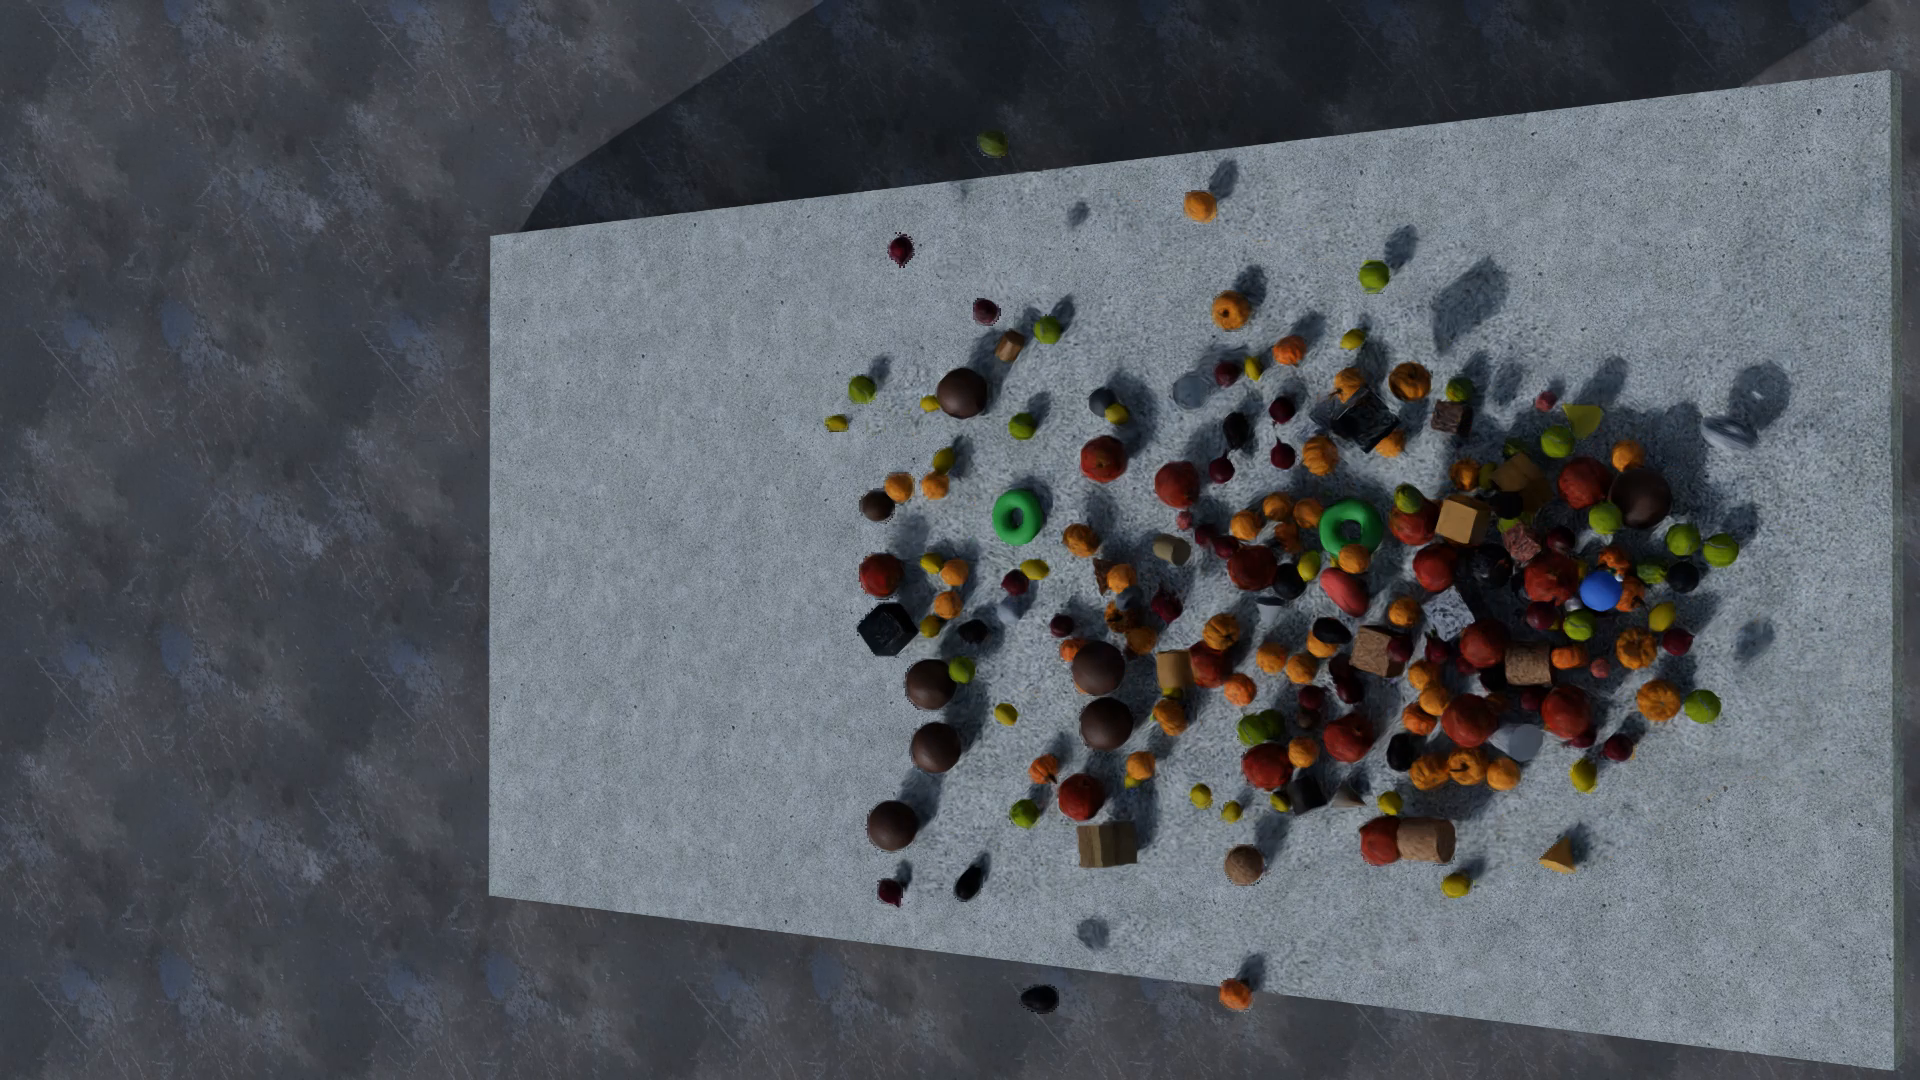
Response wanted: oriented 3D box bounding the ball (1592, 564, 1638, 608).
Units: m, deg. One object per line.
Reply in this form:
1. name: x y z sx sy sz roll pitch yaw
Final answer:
1. ball: 1.296 0.092 4.347 0.085 0.085 0.085 0 90 0

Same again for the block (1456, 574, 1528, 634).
1. block: 1.166 0.140 4.817 0.093 0.093 0.093 -49 66 25

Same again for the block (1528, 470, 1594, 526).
1. block: 1.285 -0.079 4.716 0.087 0.087 0.087 -20 53 -28

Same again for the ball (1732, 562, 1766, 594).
1. ball: 1.625 0.077 4.527 0.066 0.066 0.066 0 90 0

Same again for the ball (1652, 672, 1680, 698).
1. ball: 1.482 0.305 4.622 0.056 0.056 0.056 0 90 0

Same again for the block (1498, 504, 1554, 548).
1. block: 1.206 -0.029 4.681 0.080 0.080 0.080 1 79 -27

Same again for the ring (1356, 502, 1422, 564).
1. ring: 0.968 -0.016 4.960 0.146 0.049 0.146 -6 74 20

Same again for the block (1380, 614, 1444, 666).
1. block: 1.011 0.222 4.926 0.092 0.092 0.092 18 100 33

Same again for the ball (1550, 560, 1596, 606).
1. ball: 1.291 0.090 4.624 0.096 0.096 0.096 0 90 0

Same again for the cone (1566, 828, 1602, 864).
1. cone: 1.342 0.651 4.729 0.073 0.073 0.073 8 64 0

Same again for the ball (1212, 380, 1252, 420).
1. ball: 0.641 -0.330 5.187 0.092 0.092 0.092 0 90 0

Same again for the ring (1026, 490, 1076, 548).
1. ring: 0.228 -0.051 5.497 0.144 0.048 0.144 -1 88 36

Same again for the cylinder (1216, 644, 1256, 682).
1. cylinder: 0.607 0.271 4.844 0.077 0.077 0.077 1 78 -3

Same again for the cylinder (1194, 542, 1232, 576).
1. cylinder: 0.597 0.044 5.180 0.063 0.063 0.063 52 134 0

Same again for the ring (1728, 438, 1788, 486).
1. ring: 1.632 -0.160 4.494 0.121 0.040 0.121 1 48 -1

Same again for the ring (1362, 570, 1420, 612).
1. ring: 0.960 0.114 4.908 0.135 0.135 0.045 25 62 0

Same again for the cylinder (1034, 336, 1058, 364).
1. cylinder: 0.214 -0.474 5.480 0.058 0.058 0.058 -4 78 0

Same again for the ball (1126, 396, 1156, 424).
1. ball: 0.440 -0.315 5.339 0.070 0.070 0.070 0 90 0

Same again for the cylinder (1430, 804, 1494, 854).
1. cylinder: 1.102 0.635 4.830 0.095 0.095 0.095 -1 93 -28

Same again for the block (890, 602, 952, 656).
1. block: -0.100 0.228 5.693 0.096 0.096 0.096 -50 64 24

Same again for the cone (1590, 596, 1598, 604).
1. cone: 1.345 0.116 4.637 0.054 0.054 0.054 47 67 0

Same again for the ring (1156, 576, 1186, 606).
1. ring: 0.503 0.121 5.232 0.077 0.026 0.077 13 113 31

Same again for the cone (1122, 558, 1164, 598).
1. cone: 0.460 0.077 5.339 0.095 0.095 0.095 -43 90 -3

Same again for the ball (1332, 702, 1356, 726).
1. ball: 0.881 0.400 5.038 0.055 0.055 0.055 0 90 0

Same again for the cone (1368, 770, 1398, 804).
1. cone: 0.974 0.571 4.986 0.072 0.072 0.072 -32 100 0

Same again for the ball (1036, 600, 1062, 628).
1. ball: 0.222 0.183 5.488 0.068 0.068 0.068 0 90 0

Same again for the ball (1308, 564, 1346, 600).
1. ball: 0.842 0.097 5.049 0.084 0.084 0.084 0 90 0

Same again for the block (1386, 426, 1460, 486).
1. block: 1.006 -0.183 4.782 0.099 0.099 0.099 -5 111 -38

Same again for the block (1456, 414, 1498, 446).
1. block: 1.141 -0.243 4.847 0.064 0.064 0.064 2 87 -38

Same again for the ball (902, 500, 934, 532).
1. ball: -0.109 -0.064 5.708 0.084 0.084 0.084 0 90 0

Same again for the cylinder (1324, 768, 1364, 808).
1. cylinder: 0.878 0.565 5.025 0.075 0.075 0.075 -14 80 0

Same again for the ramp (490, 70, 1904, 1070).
1. ramp: 0.247 0.068 5.573 4.000 0.100 2.000 0 89 35

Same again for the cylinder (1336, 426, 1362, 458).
1. cylinder: 0.890 -0.225 5.025 0.054 0.054 0.054 9 64 0

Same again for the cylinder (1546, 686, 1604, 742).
1. cylinder: 1.311 0.372 4.690 0.087 0.087 0.087 36 90 37

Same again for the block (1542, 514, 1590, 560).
1. block: 1.200 -0.007 4.356 0.054 0.054 0.054 -42 118 2

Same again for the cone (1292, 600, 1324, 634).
1. cone: 0.803 0.185 5.067 0.074 0.074 0.074 -1 70 0

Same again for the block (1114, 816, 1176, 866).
1. block: 0.446 0.726 5.296 0.099 0.099 0.099 -3 82 -40

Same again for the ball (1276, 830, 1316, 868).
1. ball: 0.768 0.707 5.027 0.090 0.090 0.090 0 90 0

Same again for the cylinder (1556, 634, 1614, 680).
1. cylinder: 1.333 0.248 4.694 0.095 0.095 0.095 0 89 34
